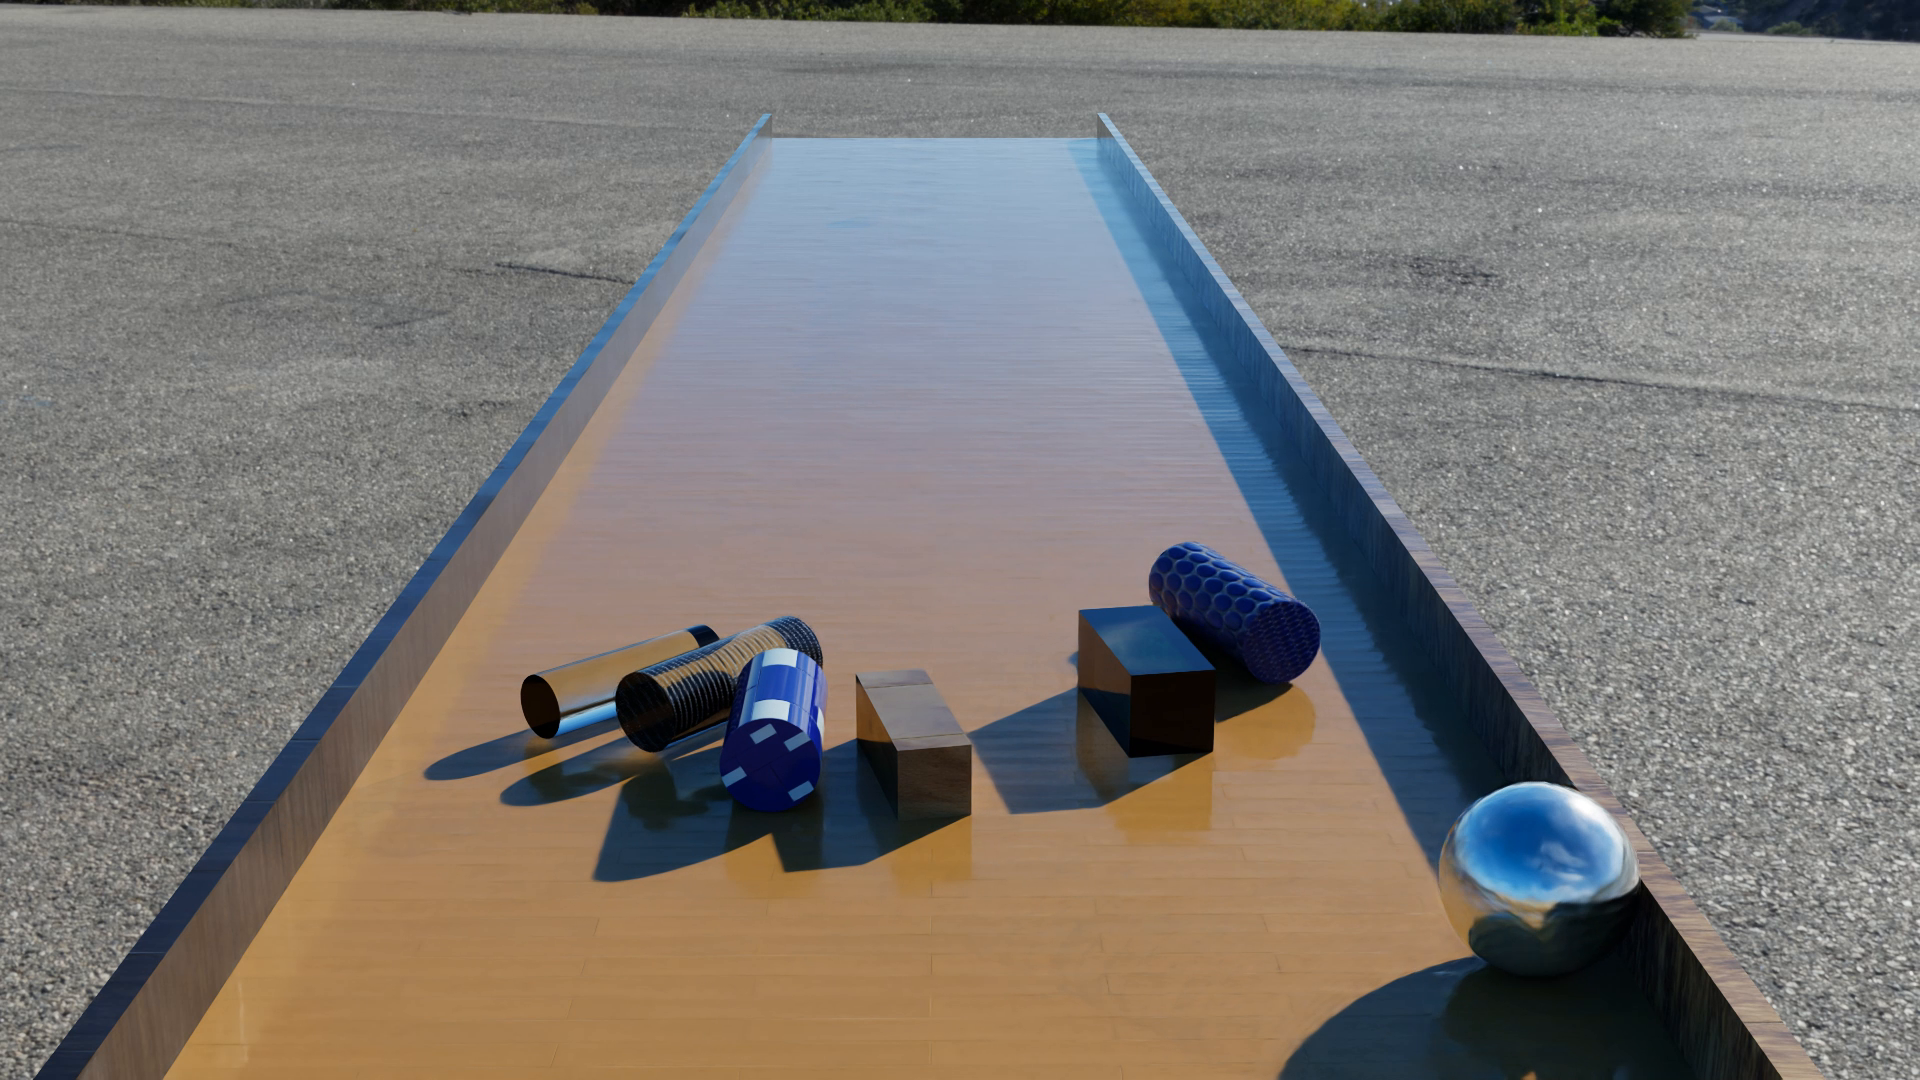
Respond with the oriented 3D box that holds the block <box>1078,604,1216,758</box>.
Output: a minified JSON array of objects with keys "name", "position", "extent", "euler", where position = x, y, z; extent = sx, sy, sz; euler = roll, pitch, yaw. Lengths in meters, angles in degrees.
[{"name":"block","position":[0.341,0.257,4.088],"extent":[0.156,0.156,0.374],"euler":[-3,17,-11]}]

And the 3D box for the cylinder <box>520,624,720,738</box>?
[{"name":"cylinder","position":[-0.628,0.263,4.132],"extent":[0.121,0.121,0.392],"euler":[15,22,41]}]

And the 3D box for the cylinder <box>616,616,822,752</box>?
[{"name":"cylinder","position":[-0.442,0.263,4.079],"extent":[0.150,0.150,0.398],"euler":[12,21,36]}]

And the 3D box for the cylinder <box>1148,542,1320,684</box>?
[{"name":"cylinder","position":[0.548,0.142,4.451],"extent":[0.168,0.168,0.428],"euler":[-6,18,-20]}]

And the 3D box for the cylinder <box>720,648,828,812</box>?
[{"name":"cylinder","position":[-0.320,0.326,3.833],"extent":[0.168,0.168,0.351],"euler":[0,17,-1]}]

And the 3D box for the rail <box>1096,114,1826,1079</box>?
[{"name":"rail","position":[0.932,-0.844,7.801],"extent":[0.050,0.150,12.000],"euler":[0,17,-1]}]

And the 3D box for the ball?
[{"name":"ball","position":[0.820,0.481,3.123],"extent":[0.277,0.277,0.277],"euler":[0,17,0]}]

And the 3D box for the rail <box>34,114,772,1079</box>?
[{"name":"rail","position":[-1.118,-0.838,7.780],"extent":[0.050,0.150,12.000],"euler":[0,17,-1]}]

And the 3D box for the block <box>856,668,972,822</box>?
[{"name":"block","position":[-0.085,0.350,3.829],"extent":[0.125,0.125,0.382],"euler":[-4,17,-12]}]
